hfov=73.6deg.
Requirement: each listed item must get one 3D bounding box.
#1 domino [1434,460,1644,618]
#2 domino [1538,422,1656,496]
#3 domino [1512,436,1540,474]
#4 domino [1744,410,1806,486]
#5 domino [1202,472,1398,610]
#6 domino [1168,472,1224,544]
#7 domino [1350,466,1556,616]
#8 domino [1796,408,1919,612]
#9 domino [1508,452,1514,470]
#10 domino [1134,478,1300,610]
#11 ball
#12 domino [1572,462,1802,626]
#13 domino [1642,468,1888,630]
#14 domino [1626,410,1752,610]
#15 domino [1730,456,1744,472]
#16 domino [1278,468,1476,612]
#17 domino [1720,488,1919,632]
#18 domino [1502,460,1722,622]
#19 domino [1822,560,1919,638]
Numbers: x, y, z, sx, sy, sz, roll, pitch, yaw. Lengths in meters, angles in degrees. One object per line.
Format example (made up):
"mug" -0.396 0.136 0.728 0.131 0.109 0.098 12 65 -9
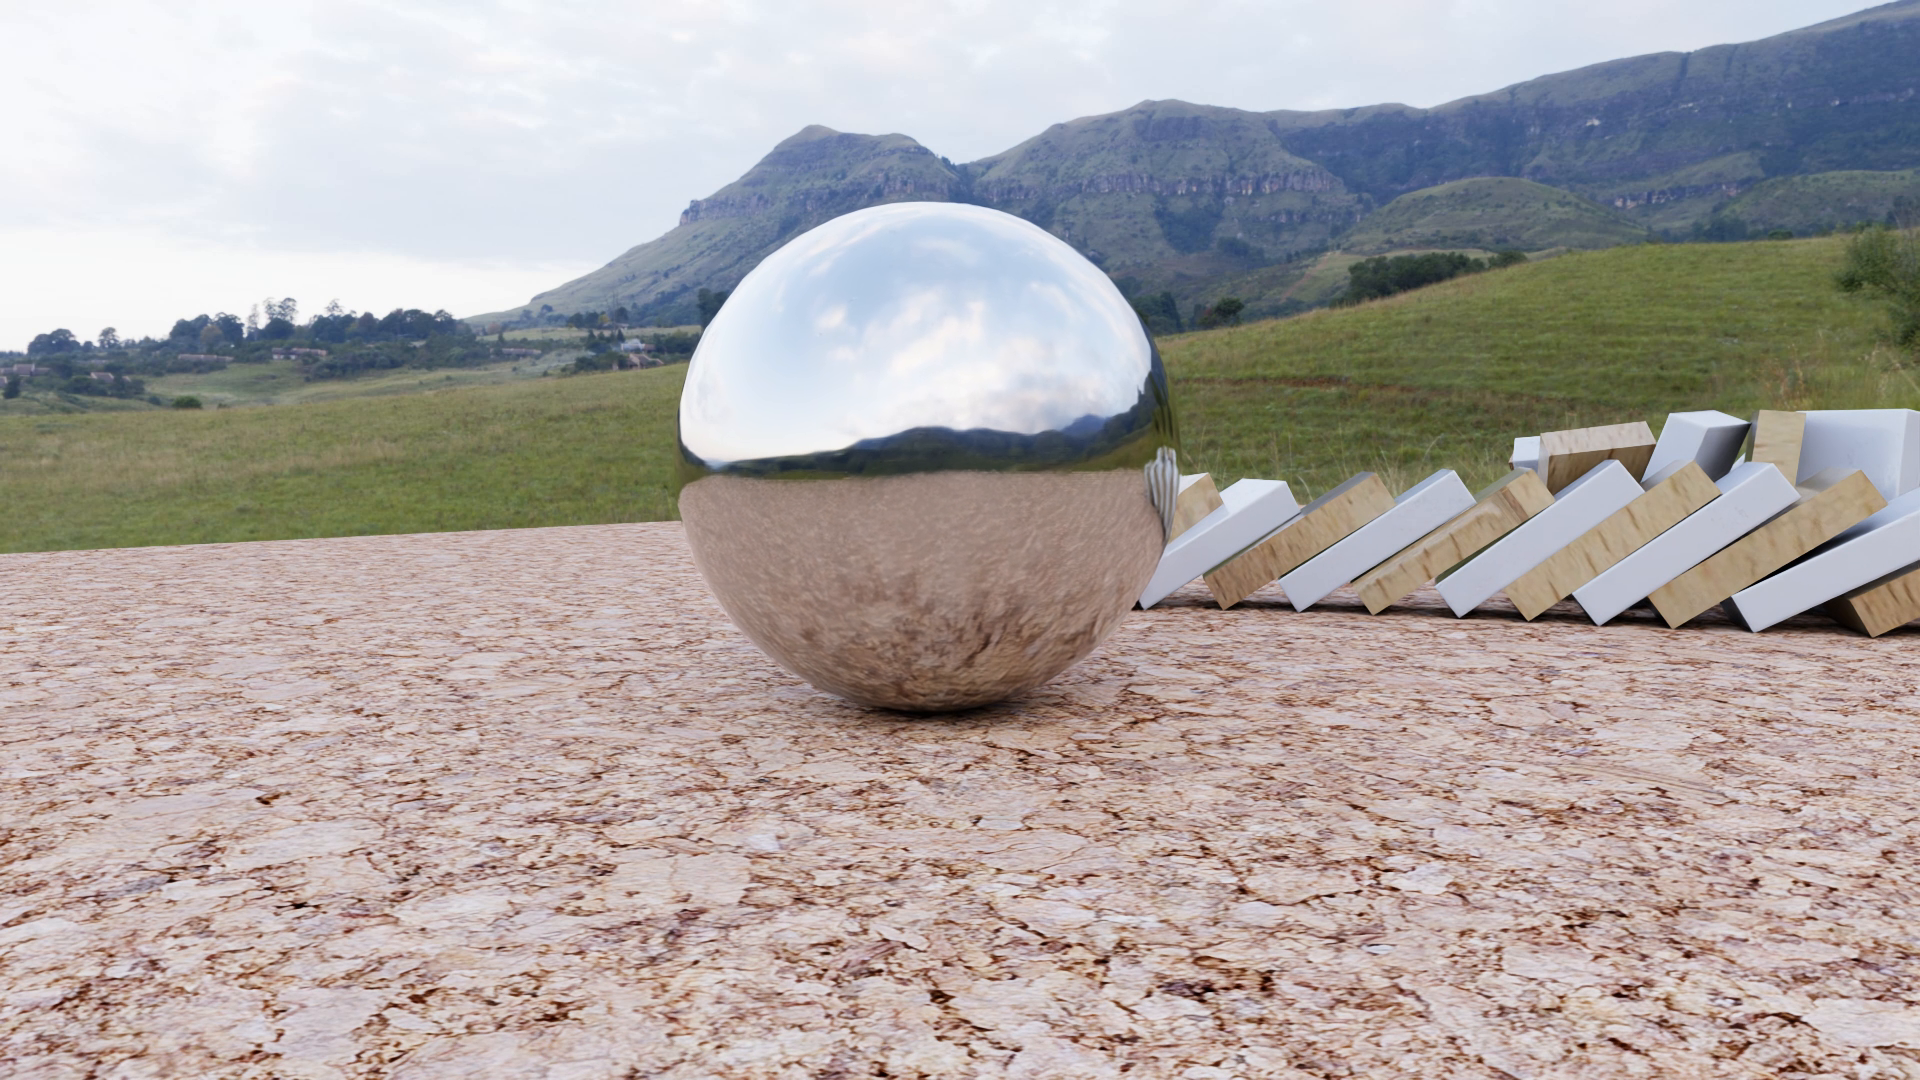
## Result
"domino" 0.141 -0.001 0.316 0.050 0.010 0.025 -39 -10 18
"domino" 0.167 -0.007 0.341 0.025 0.050 0.009 -6 40 13
"domino" 0.171 -0.007 0.357 0.025 0.050 0.009 -3 43 31
"domino" 0.200 -0.007 0.320 0.009 0.050 0.025 8 7 27
"domino" 0.087 0.000 0.335 0.050 0.009 0.025 -33 -2 10
"domino" 0.044 -0.001 0.345 0.050 0.009 0.025 -34 12 -25
"domino" 0.123 0.000 0.323 0.050 0.010 0.025 -36 -6 16
"domino" 0.219 -0.007 0.317 0.009 0.050 0.025 5 1 -29
"domino" 0.180 -0.007 0.372 0.025 0.050 0.010 4 48 45
"domino" 0.063 0.000 0.343 0.050 0.010 0.025 -31 11 -10
"ball" -0.005 -0.013 0.205 0.080 0.080 0.080 0 4 0
"domino" 0.169 0.001 0.303 0.050 0.010 0.025 -39 -9 18
"domino" 0.184 0.002 0.299 0.050 0.009 0.025 -36 -8 19
"domino" 0.183 -0.008 0.329 0.025 0.050 0.010 -7 29 -37
"domino" 0.259 -0.007 0.386 0.025 0.010 0.050 -3 48 -31
"domino" 0.106 0.000 0.329 0.050 0.010 0.025 -34 -5 14
"domino" 0.201 0.004 0.292 0.050 0.009 0.025 -30 -6 19
"domino" 0.155 0.000 0.310 0.050 0.009 0.025 -39 -10 18
"domino" 0.222 0.004 0.286 0.050 0.009 0.025 -30 -2 17
